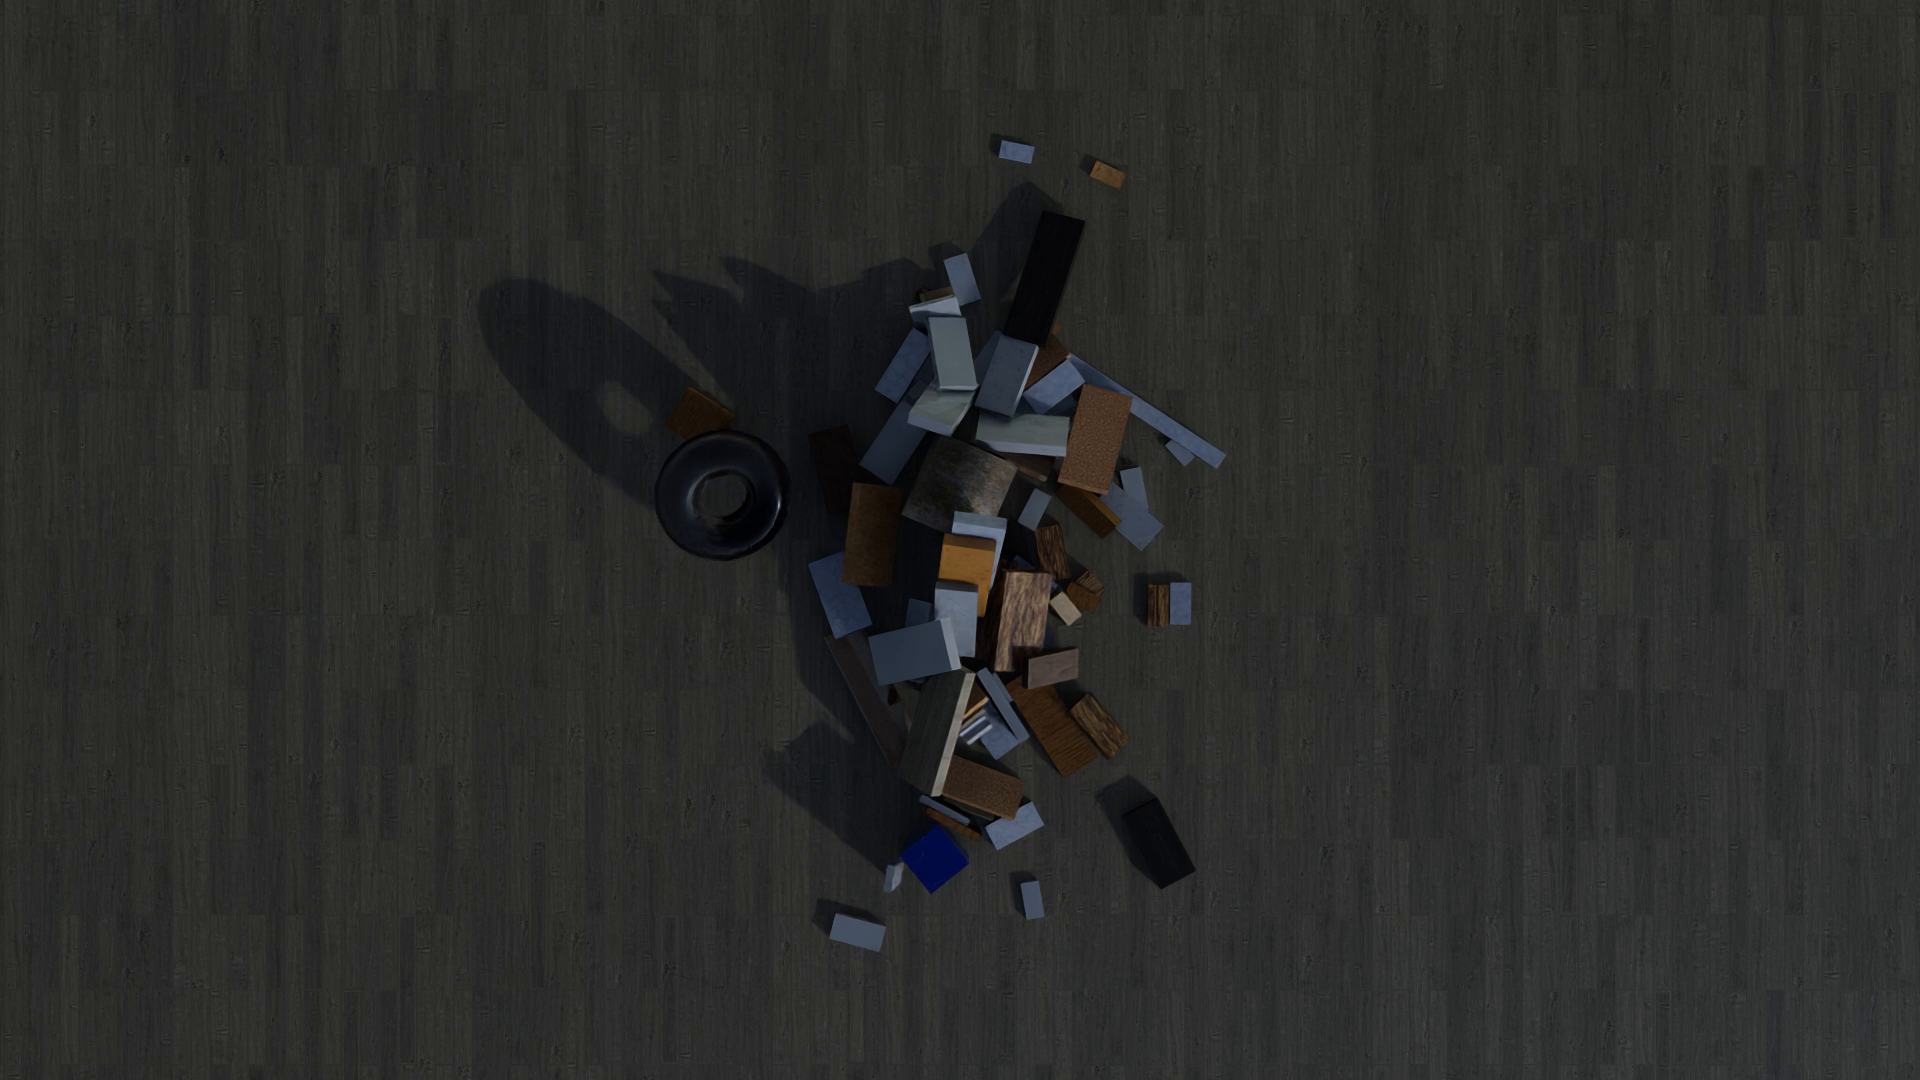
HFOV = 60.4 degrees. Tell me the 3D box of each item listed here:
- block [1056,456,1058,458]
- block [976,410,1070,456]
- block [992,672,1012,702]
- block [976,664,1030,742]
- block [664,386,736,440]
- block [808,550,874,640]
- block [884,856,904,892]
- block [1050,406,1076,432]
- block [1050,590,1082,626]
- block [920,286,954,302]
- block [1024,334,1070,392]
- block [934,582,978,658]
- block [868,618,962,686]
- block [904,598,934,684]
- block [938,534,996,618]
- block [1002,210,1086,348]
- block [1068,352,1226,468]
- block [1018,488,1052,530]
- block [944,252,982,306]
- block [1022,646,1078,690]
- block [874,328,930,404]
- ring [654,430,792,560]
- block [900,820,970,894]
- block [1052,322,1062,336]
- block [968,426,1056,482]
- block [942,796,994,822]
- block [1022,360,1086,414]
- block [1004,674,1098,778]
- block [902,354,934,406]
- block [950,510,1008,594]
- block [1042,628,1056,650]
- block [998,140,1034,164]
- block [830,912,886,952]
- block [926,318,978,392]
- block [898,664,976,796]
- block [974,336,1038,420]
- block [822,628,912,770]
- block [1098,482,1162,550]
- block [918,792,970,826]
[{"bbox_3d":[0.292,-0.335,5.479,0.130,0.018,0.065,43,104,-3],"label":"block"},{"bbox_3d":[0.204,-0.348,5.380,0.295,0.042,0.148,5,45,5],"label":"block"},{"bbox_3d":[0.140,0.486,5.473,0.016,0.055,0.110,-32,90,0],"label":"block"},{"bbox_3d":[0.140,0.537,5.433,0.038,0.135,0.269,-32,90,0],"label":"block"},{"bbox_3d":[-0.855,-0.395,5.423,0.154,0.154,0.154,33,90,0],"label":"block"},{"bbox_3d":[-0.395,0.181,5.459,0.132,0.037,0.265,-21,80,0],"label":"block"},{"bbox_3d":[-0.215,1.096,5.413,0.024,0.173,0.086,8,90,9],"label":"block"},{"bbox_3d":[0.325,-0.446,5.489,0.351,0.023,0.081,40,90,0],"label":"block"},{"bbox_3d":[0.345,0.223,5.442,0.058,0.017,0.117,-40,115,0],"label":"block"},{"bbox_3d":[-0.075,-0.803,5.476,0.112,0.016,0.056,-15,90,0],"label":"block"},{"bbox_3d":[0.260,-0.586,5.441,0.191,0.027,0.095,-37,72,1],"label":"block"},{"bbox_3d":[-0.014,0.257,5.308,0.136,0.039,0.273,5,128,3],"label":"block"},{"bbox_3d":[-0.149,0.364,5.337,0.331,0.047,0.166,-16,86,41],"label":"block"},{"bbox_3d":[-0.139,0.331,5.435,0.037,0.132,0.265,10,90,-35],"label":"block"},{"bbox_3d":[0.015,0.115,5.248,0.165,0.334,0.047,8,49,0],"label":"block"},{"bbox_3d":[0.280,-0.861,5.446,0.148,0.042,0.438,17,85,12],"label":"block"},{"bbox_3d":[0.552,-0.468,5.483,0.757,0.016,0.056,33,90,1],"label":"block"},{"bbox_3d":[0.247,-0.101,5.476,0.065,0.018,0.130,27,77,-1],"label":"block"},{"bbox_3d":[0.008,-0.866,5.489,0.081,0.023,0.161,-18,90,0],"label":"block"},{"bbox_3d":[0.298,0.419,5.417,0.208,0.029,0.104,-9,108,-34],"label":"block"},{"bbox_3d":[-0.180,-0.576,5.461,0.091,0.026,0.241,32,91,4],"label":"block"},{"bbox_3d":[-0.766,-0.144,5.361,0.448,0.149,0.448,-7,114,-15],"label":"ring"},{"bbox_3d":[-0.082,1.035,5.421,0.159,0.159,0.159,-39,90,0],"label":"block"},{"bbox_3d":[0.283,-0.677,5.475,0.055,0.016,0.110,33,91,1],"label":"block"},{"bbox_3d":[0.174,-0.297,5.444,0.281,0.029,0.104,25,59,1],"label":"block"},{"bbox_3d":[0.039,0.858,5.470,0.178,0.025,0.089,21,67,0],"label":"block"},{"bbox_3d":[0.308,-0.500,5.429,0.191,0.027,0.095,-38,91,2],"label":"block"},{"bbox_3d":[0.304,0.601,5.481,0.135,0.038,0.368,-32,90,0],"label":"block"},{"bbox_3d":[-0.140,-0.539,5.487,0.091,0.026,0.183,15,90,0],"label":"block"},{"bbox_3d":[0.041,0.044,5.238,0.165,0.330,0.047,8,49,-3],"label":"block"},{"bbox_3d":[0.255,0.345,5.492,0.117,0.017,0.059,-23,90,0],"label":"block"},{"bbox_3d":[0.188,-1.292,5.492,0.110,0.016,0.055,11,90,0],"label":"block"},{"bbox_3d":[-0.340,1.304,5.488,0.173,0.024,0.086,15,90,0],"label":"block"},{"bbox_3d":[-0.028,-0.610,5.419,0.128,0.036,0.256,-2,68,-19],"label":"block"},{"bbox_3d":[-0.078,0.602,5.361,0.166,0.047,0.428,25,103,42],"label":"block"},{"bbox_3d":[0.154,-0.536,5.417,0.128,0.036,0.256,18,81,17],"label":"block"},{"bbox_3d":[-0.281,0.513,5.481,0.136,0.039,0.499,-27,90,0],"label":"block"},{"bbox_3d":[0.553,-0.079,5.465,0.222,0.031,0.111,42,95,4],"label":"block"},{"bbox_3d":[-0.050,0.888,5.455,0.178,0.089,0.025,28,90,0],"label":"block"}]
